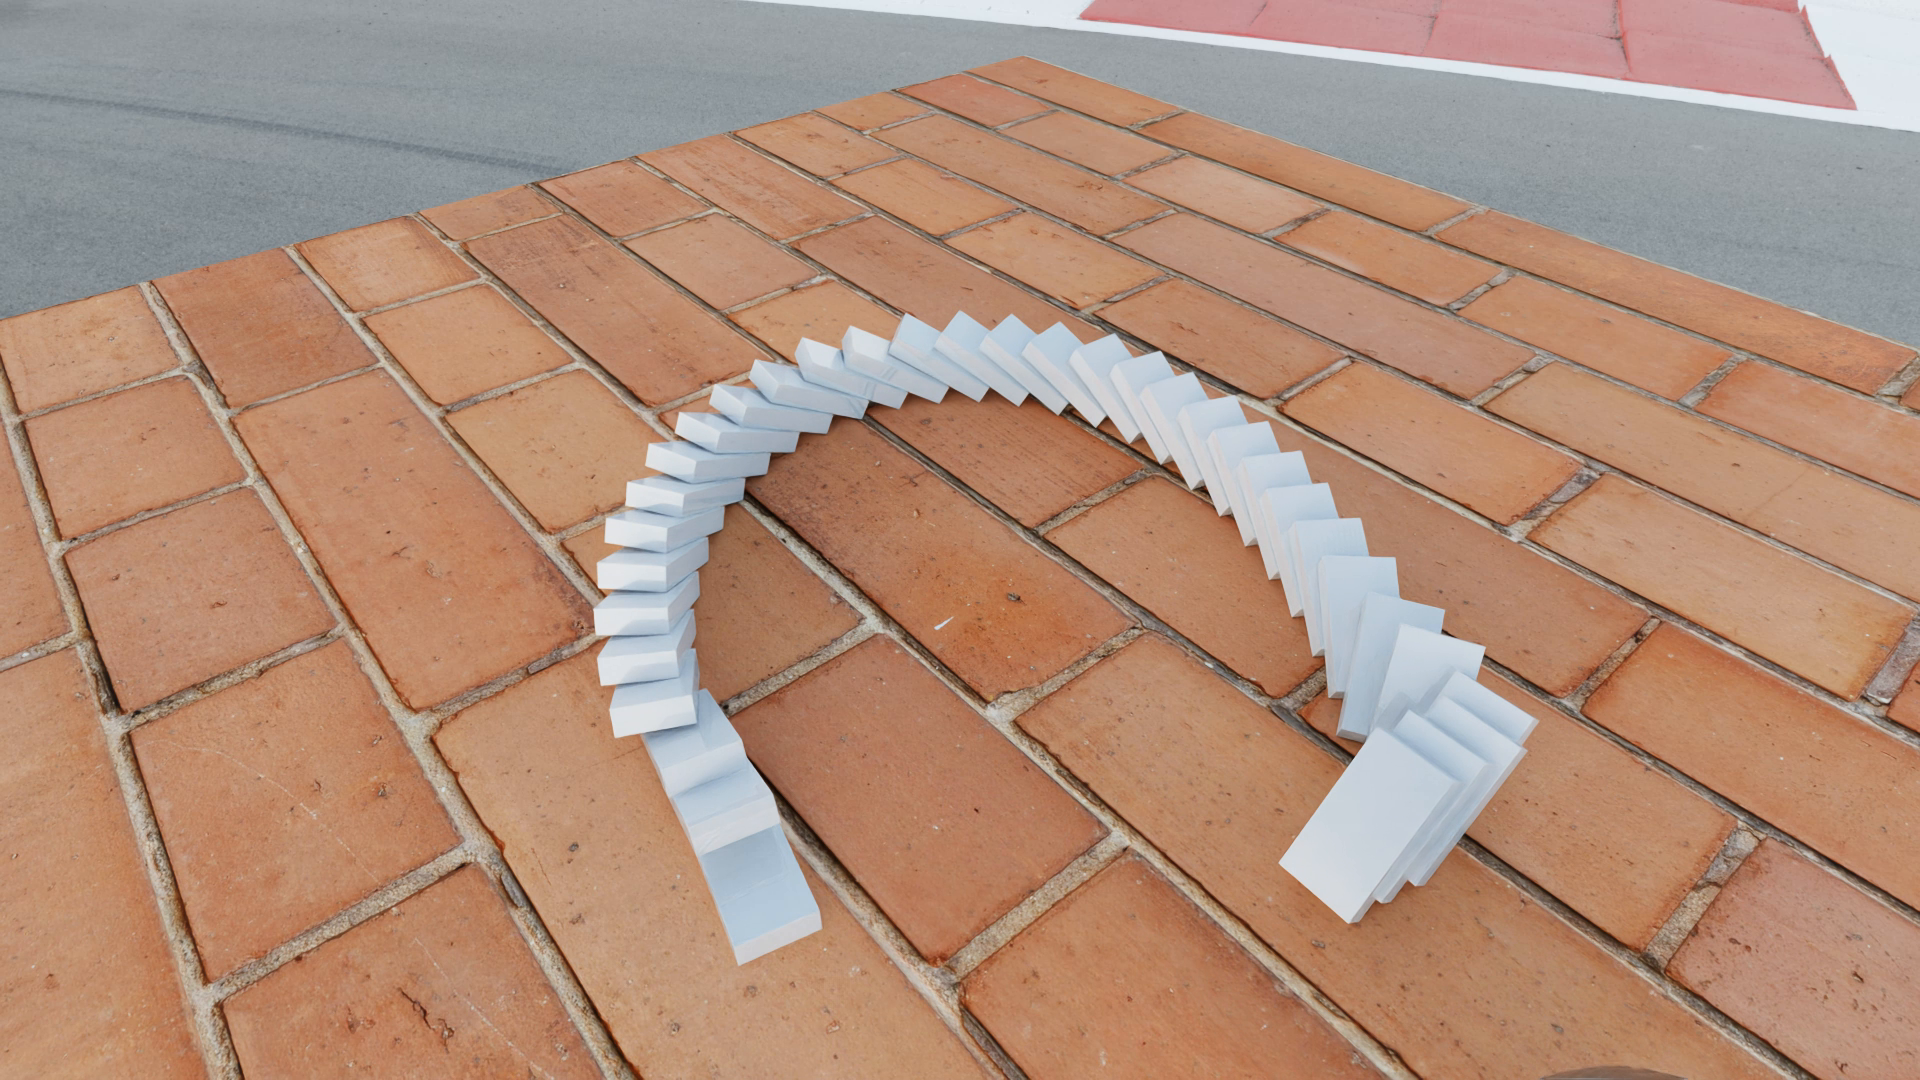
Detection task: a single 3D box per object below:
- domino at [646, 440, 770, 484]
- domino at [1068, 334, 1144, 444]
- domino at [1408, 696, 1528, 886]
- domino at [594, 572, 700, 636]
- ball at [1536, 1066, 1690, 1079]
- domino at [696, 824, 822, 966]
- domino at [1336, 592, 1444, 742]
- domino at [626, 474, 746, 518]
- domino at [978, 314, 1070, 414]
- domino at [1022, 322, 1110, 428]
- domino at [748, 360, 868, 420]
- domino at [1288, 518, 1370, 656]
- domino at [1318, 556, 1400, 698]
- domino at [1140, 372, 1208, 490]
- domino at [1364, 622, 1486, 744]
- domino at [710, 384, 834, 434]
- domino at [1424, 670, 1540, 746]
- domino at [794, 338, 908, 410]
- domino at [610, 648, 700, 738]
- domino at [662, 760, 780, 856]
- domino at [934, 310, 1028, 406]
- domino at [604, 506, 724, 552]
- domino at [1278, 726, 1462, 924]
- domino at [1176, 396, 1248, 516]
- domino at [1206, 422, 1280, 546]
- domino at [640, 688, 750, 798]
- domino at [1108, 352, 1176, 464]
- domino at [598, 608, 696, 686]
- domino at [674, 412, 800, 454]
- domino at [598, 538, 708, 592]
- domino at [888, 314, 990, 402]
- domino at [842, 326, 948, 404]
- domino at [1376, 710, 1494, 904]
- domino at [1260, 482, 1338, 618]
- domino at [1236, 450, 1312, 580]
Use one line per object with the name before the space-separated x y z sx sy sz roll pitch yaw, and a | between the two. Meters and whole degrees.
domino | -0.106 -0.034 0.468 0.025 0.009 0.050 20 16 23
domino | 0.075 -0.071 0.512 0.025 0.009 0.050 -26 73 -29
domino | 0.140 0.074 0.326 0.025 0.050 0.010 40 12 38
domino | -0.112 0.022 0.399 0.025 0.010 0.050 -1 13 -1
ball | 0.135 0.145 0.211 0.080 0.080 0.080 0 39 0
domino | -0.062 0.097 0.325 0.025 0.010 0.050 -18 43 -21
domino | 0.145 0.045 0.371 0.025 0.009 0.050 14 69 13
domino | -0.111 -0.020 0.450 0.025 0.010 0.050 12 13 15
domino | 0.036 -0.085 0.529 0.050 0.010 0.025 40 48 3
domino | 0.056 -0.079 0.522 0.050 0.010 0.025 46 52 7
domino | -0.070 -0.070 0.511 0.050 0.009 0.025 6 29 -42
domino | 0.139 0.017 0.406 0.025 0.010 0.050 -3 66 -3
domino | 0.142 0.031 0.388 0.025 0.010 0.050 2 67 2
domino | 0.102 -0.049 0.485 0.025 0.009 0.050 -18 70 -20
domino | 0.146 0.054 0.349 0.025 0.050 0.010 16 4 19
domino | -0.085 -0.059 0.498 0.025 0.009 0.050 35 23 35
domino | 0.148 0.068 0.334 0.025 0.050 0.009 38 11 37
domino | -0.052 -0.079 0.522 0.050 0.009 0.025 14 31 -30
domino | -0.100 0.050 0.365 0.025 0.010 0.050 -9 13 -10
domino | -0.074 0.076 0.334 0.025 0.010 0.050 -18 18 -21
domino | 0.014 -0.088 0.533 0.050 0.010 0.025 34 43 -4
domino | -0.115 -0.006 0.434 0.025 0.009 0.050 9 13 11
domino | 0.117 0.082 0.317 0.025 0.050 0.010 39 12 38
domino | 0.115 -0.036 0.471 0.025 0.010 0.050 -12 68 -15
domino | 0.123 -0.024 0.455 0.025 0.009 0.050 -10 67 -12
domino | -0.086 0.063 0.350 0.025 0.009 0.050 -18 18 -21
domino | 0.091 -0.060 0.500 0.025 0.009 0.050 -18 70 -22
domino | -0.108 0.036 0.382 0.025 0.010 0.050 -5 13 -6
domino | -0.097 -0.047 0.483 0.025 0.010 0.050 26 18 28
domino | -0.115 0.008 0.416 0.025 0.010 0.050 3 12 4
domino | -0.009 -0.089 0.534 0.050 0.010 0.025 27 38 -12
domino | -0.031 -0.084 0.528 0.050 0.010 0.025 18 33 -24
domino | 0.129 0.078 0.321 0.025 0.050 0.009 39 12 38
domino | 0.134 0.003 0.422 0.025 0.009 0.050 -6 66 -7
domino | 0.130 -0.010 0.439 0.025 0.009 0.050 -7 67 -8
